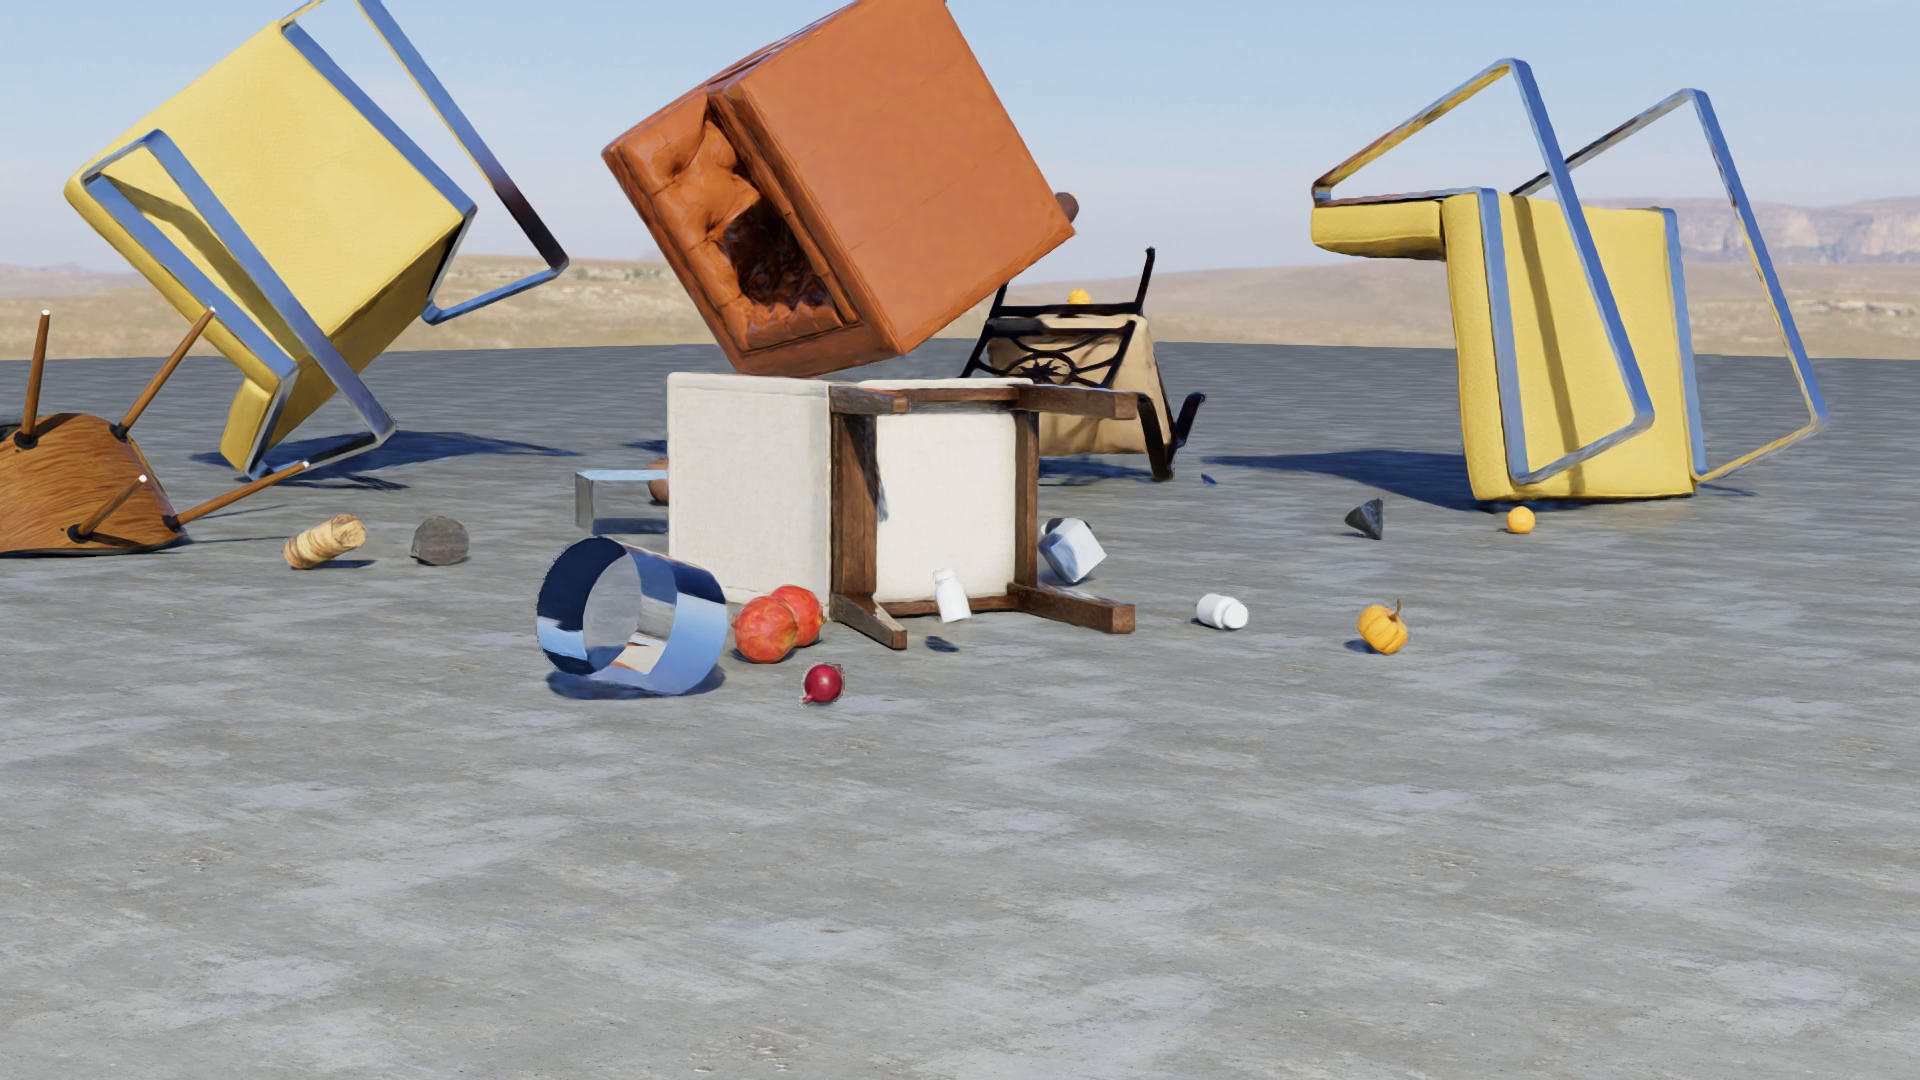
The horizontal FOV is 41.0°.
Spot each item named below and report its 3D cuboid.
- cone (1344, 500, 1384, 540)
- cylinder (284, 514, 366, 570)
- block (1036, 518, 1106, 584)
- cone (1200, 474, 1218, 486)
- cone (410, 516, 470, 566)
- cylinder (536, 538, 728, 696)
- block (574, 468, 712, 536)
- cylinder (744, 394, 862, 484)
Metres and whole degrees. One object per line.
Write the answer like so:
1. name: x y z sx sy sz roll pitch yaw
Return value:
1. cone: 1.033 -0.034 6.422 0.110 0.092 0.093 -30 -29 3
2. cylinder: -1.421 0.004 5.741 0.149 0.079 0.108 -22 -4 26
3. block: 0.237 0.022 5.475 0.095 0.097 0.072 -41 19 -15
4. cone: 0.773 -0.178 8.040 0.067 0.029 0.045 29 32 -18
5. cone: -1.241 0.019 5.956 0.131 0.112 0.242 -3 -6 -30
6. cylinder: -0.508 0.120 3.975 0.223 0.214 0.193 6 -8 38
7. block: -0.830 -0.099 6.695 0.306 0.143 0.276 -2 7 -18
8. cylinder: -0.503 -0.323 8.184 0.278 0.276 0.256 6 14 41
